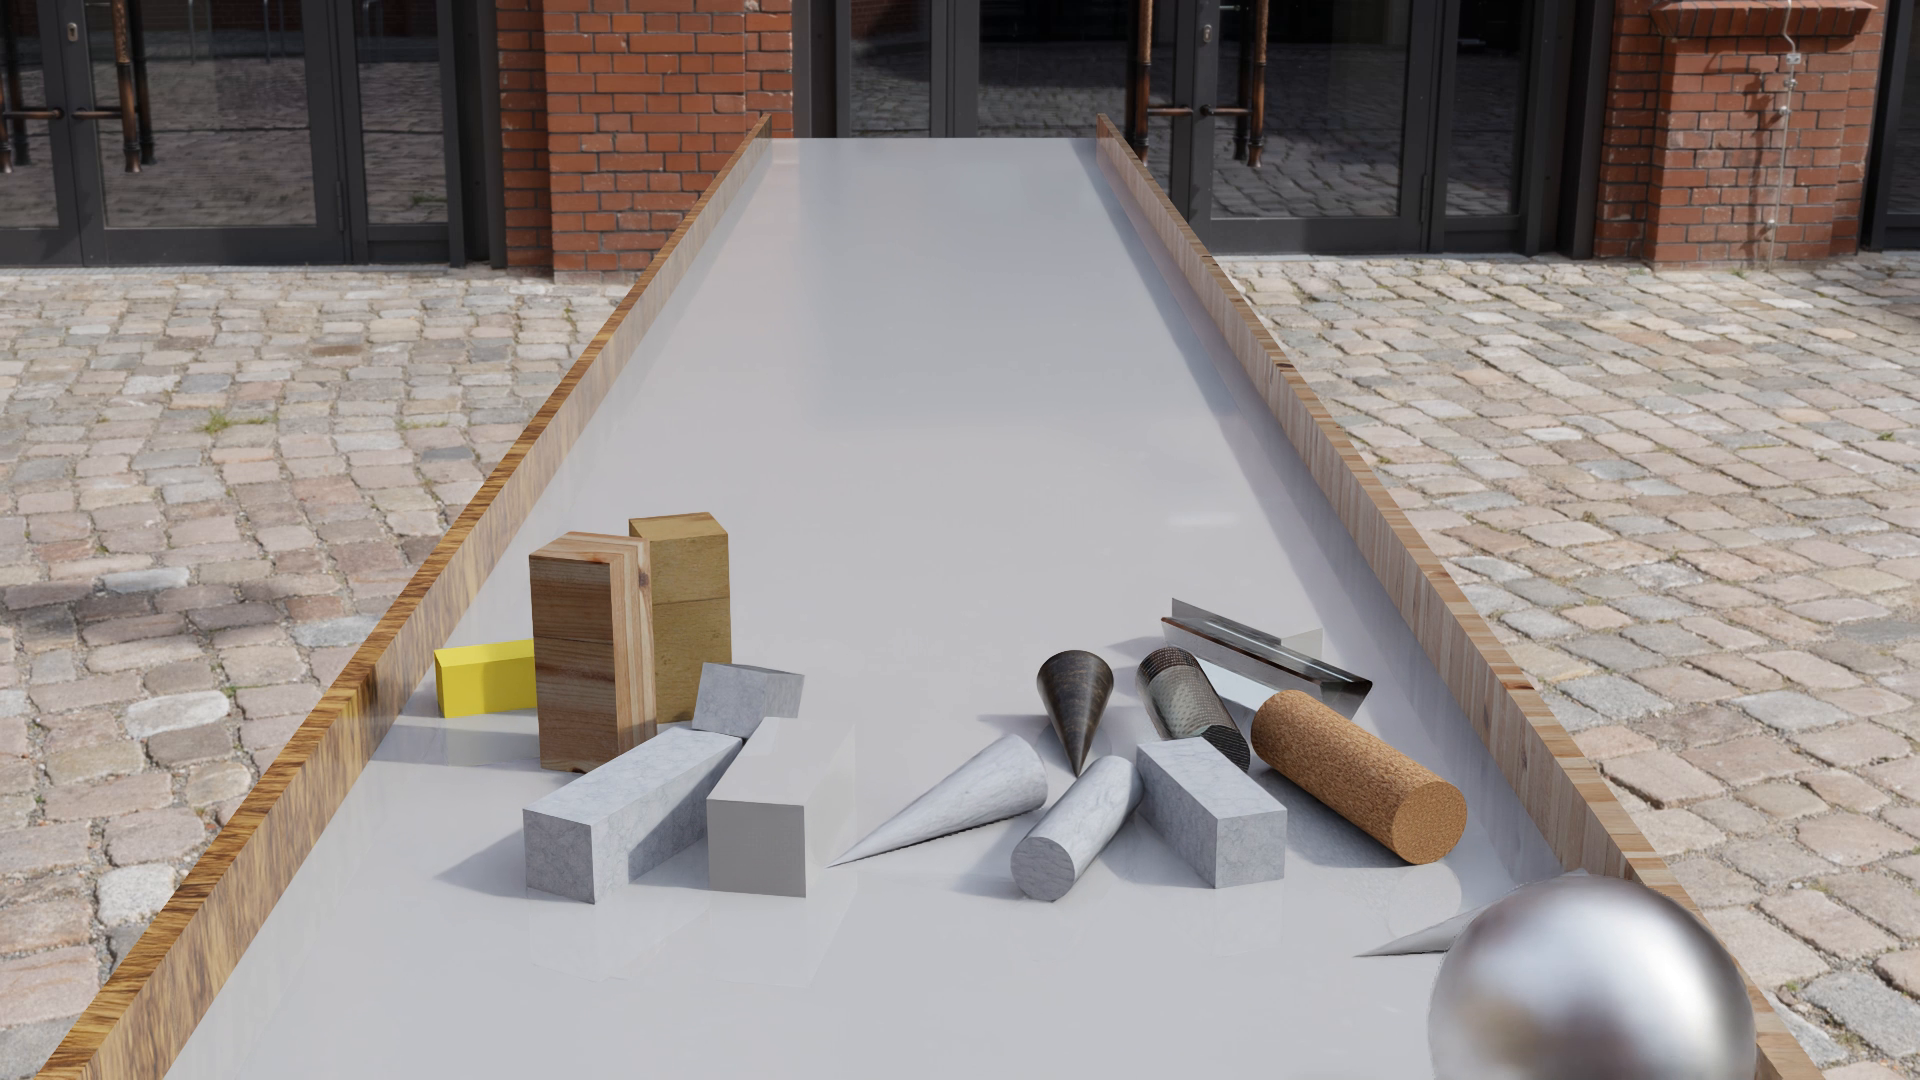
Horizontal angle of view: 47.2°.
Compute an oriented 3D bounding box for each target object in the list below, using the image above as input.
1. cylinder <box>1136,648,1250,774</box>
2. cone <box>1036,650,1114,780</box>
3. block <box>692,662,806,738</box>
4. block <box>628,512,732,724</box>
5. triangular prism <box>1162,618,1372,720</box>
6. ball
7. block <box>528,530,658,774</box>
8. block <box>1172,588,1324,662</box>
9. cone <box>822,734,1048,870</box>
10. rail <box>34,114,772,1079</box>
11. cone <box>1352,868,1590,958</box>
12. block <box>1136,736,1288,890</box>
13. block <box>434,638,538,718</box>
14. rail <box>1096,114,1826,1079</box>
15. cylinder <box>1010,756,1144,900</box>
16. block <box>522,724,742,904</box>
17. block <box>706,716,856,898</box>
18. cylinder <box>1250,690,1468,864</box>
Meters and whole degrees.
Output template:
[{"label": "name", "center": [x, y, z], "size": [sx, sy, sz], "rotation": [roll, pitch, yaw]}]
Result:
[{"label": "cylinder", "center": [0.412, 0.318, 3.933], "size": [0.128, 0.128, 0.398], "rotation": [-2, 17, -6]}, {"label": "cone", "center": [0.209, 0.341, 3.956], "size": [0.144, 0.144, 0.306], "rotation": [1, 30, 2]}, {"label": "block", "center": [-0.367, 0.281, 3.859], "size": [0.112, 0.112, 0.353], "rotation": [9, -3, 7]}, {"label": "block", "center": [-0.522, 0.144, 4.116], "size": [0.153, 0.355, 0.153], "rotation": [-6, 18, -19]}, {"label": "triangular prism", "center": [0.553, 0.234, 4.131], "size": [0.116, 0.134, 0.444], "rotation": [40, -11, -37]}, {"label": "ball", "center": [0.745, 0.585, 2.602], "size": [0.374, 0.374, 0.374], "rotation": [0, 17, 0]}, {"label": "block", "center": [-0.642, 0.200, 3.866], "size": [0.154, 0.393, 0.154], "rotation": [5, 17, 17]}, {"label": "block", "center": [0.566, 0.197, 4.367], "size": [0.113, 0.113, 0.312], "rotation": [-12, 20, -35]}, {"label": "cone", "center": [-0.057, 0.454, 3.583], "size": [0.409, 0.136, 0.136], "rotation": [-23, 26, -32]}, {"label": "rail", "center": [-1.118, -0.838, 7.780], "size": [0.050, 0.150, 12.000], "rotation": [0, 17, -1]}, {"label": "cone", "center": [0.747, 0.571, 3.218], "size": [0.373, 0.103, 0.103], "rotation": [-11, 18, -9]}, {"label": "block", "center": [0.401, 0.436, 3.554], "size": [0.118, 0.118, 0.321], "rotation": [-5, 17, -17]}, {"label": "block", "center": [-0.778, 0.249, 4.210], "size": [0.430, 0.102, 0.102], "rotation": [-6, 18, -20]}, {"label": "rail", "center": [0.932, -0.844, 7.801], "size": [0.050, 0.150, 12.000], "rotation": [0, 17, -1]}, {"label": "cylinder", "center": [0.192, 0.455, 3.512], "size": [0.105, 0.105, 0.352], "rotation": [7, 18, 21]}, {"label": "block", "center": [-0.517, 0.434, 3.535], "size": [0.132, 0.132, 0.403], "rotation": [9, 19, 28]}, {"label": "block", "center": [-0.282, 0.423, 3.534], "size": [0.153, 0.153, 0.352], "rotation": [3, 17, 10]}, {"label": "cylinder", "center": [0.658, 0.389, 3.674], "size": [0.140, 0.140, 0.446], "rotation": [-7, 18, -21]}]
